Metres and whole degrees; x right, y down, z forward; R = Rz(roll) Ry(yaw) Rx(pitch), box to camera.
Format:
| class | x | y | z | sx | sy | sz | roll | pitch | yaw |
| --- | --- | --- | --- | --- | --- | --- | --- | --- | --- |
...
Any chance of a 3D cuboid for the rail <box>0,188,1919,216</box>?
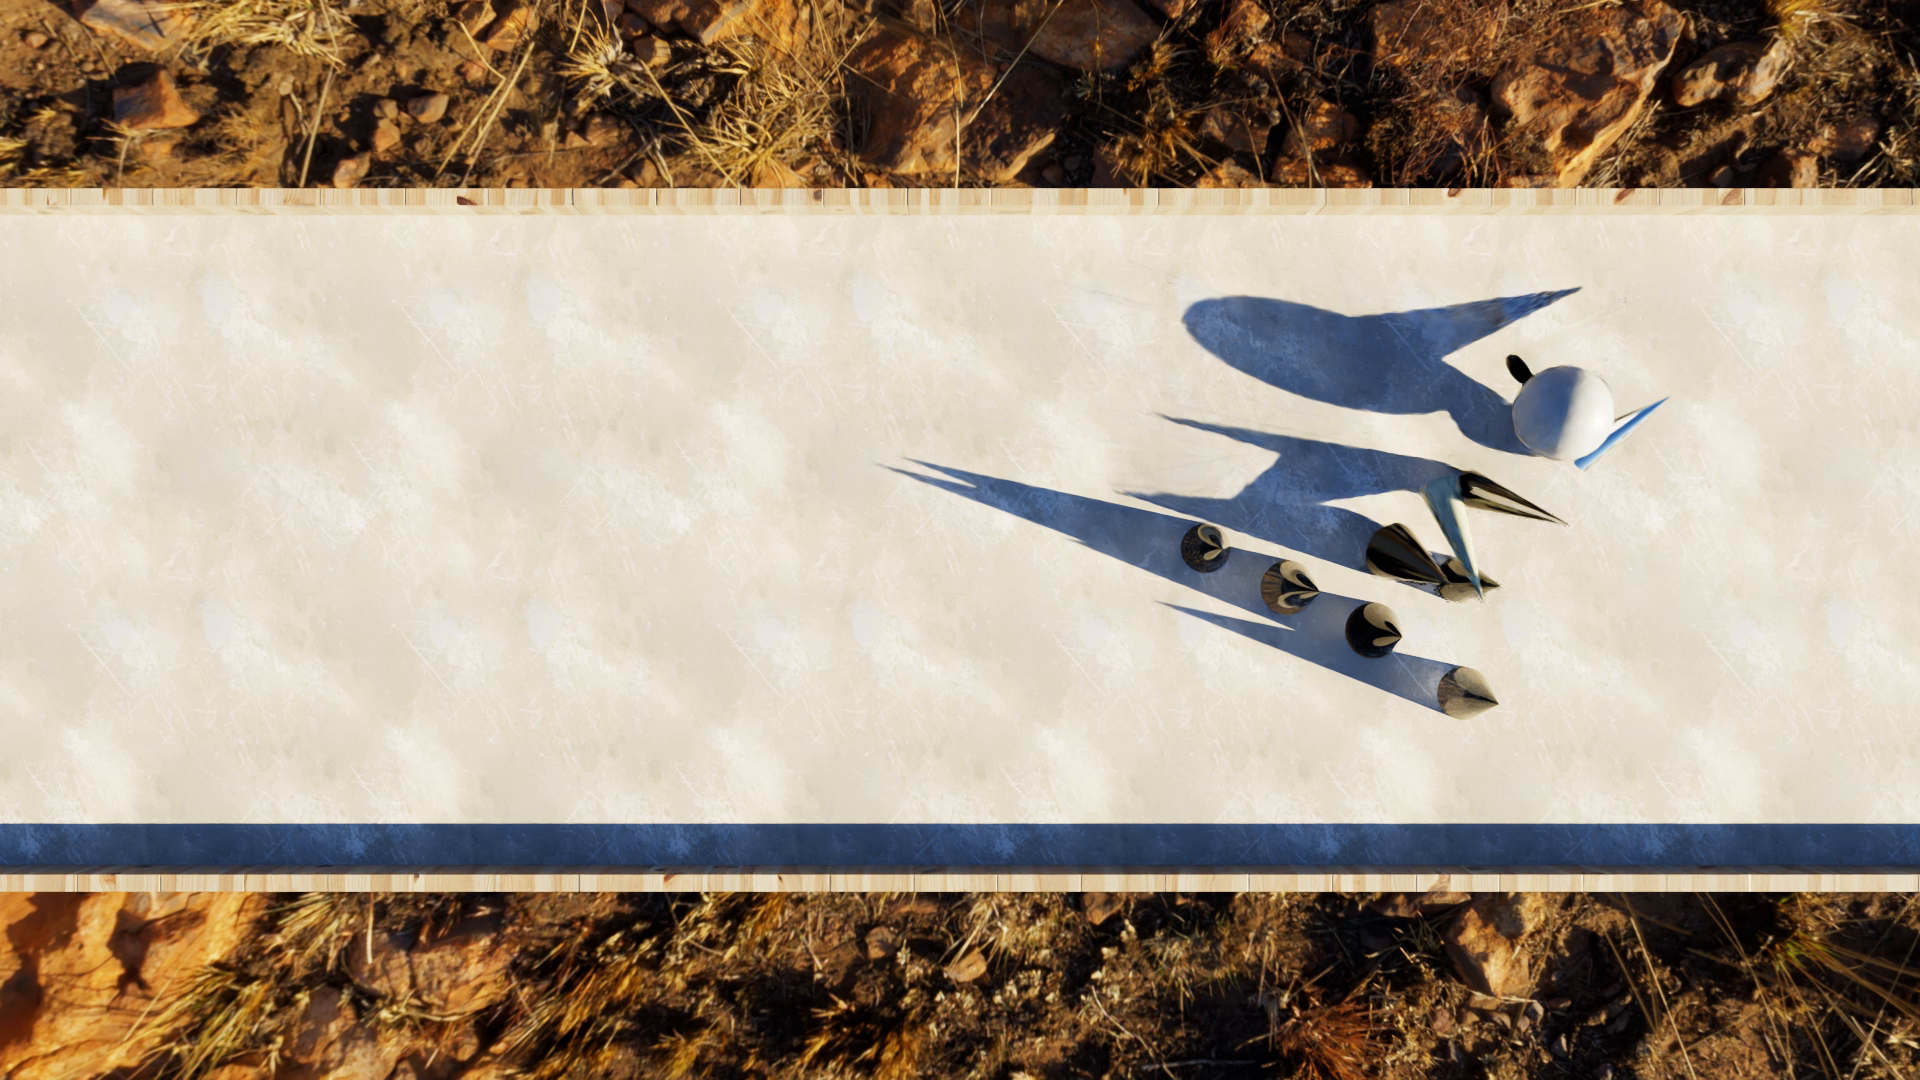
| class | x | y | z | sx | sy | sz | roll | pitch | yaw |
| --- | --- | --- | --- | --- | --- | --- | --- | --- | --- |
| rail | -2.247 | -1.025 | 5.002 | 12.000 | 0.150 | 0.050 | 0 | 90 | 0 |

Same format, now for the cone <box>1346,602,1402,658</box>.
| class | x | y | z | sx | sy | sz | roll | pitch | yaw |
| --- | --- | --- | --- | --- | --- | --- | --- | --- | --- |
| cone | 1.272 | 0.279 | 4.908 | 0.173 | 0.337 | 0.173 | 0 | 90 | 0 |

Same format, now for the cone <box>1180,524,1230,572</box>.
| class | x | y | z | sx | sy | sz | roll | pitch | yaw |
| --- | --- | --- | --- | --- | --- | --- | --- | --- | --- |
| cone | 0.756 | 0.025 | 4.910 | 0.152 | 0.334 | 0.152 | 0 | 90 | 0 |

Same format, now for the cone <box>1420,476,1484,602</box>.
| class | x | y | z | sx | sy | sz | roll | pitch | yaw |
| --- | --- | --- | --- | --- | --- | --- | --- | --- | --- |
| cone | 1.490 | 0.015 | 4.897 | 0.123 | 0.123 | 0.409 | -12 | 62 | 0 |

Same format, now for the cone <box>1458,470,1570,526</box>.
| class | x | y | z | sx | sy | sz | roll | pitch | yaw |
| --- | --- | --- | --- | --- | --- | --- | --- | --- | --- |
| cone | 1.642 | -0.099 | 4.853 | 0.117 | 0.443 | 0.117 | -7 | 108 | -21 |

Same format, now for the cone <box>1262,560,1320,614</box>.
| class | x | y | z | sx | sy | sz | roll | pitch | yaw |
| --- | --- | --- | --- | --- | --- | --- | --- | --- | --- |
| cone | 1.010 | 0.147 | 4.850 | 0.168 | 0.454 | 0.168 | 0 | 90 | 0 |

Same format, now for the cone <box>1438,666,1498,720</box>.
| class | x | y | z | sx | sy | sz | roll | pitch | yaw |
| --- | --- | --- | --- | --- | --- | --- | --- | --- | --- |
| cone | 1.550 | 0.472 | 4.908 | 0.164 | 0.337 | 0.164 | 0 | 90 | 0 |

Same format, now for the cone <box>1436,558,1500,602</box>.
| class | x | y | z | sx | sy | sz | roll | pitch | yaw |
| --- | --- | --- | --- | --- | --- | --- | --- | --- | --- |
| cone | 1.542 | 0.128 | 4.902 | 0.138 | 0.339 | 0.138 | 0 | 92 | -4 |

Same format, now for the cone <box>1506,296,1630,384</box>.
| class | x | y | z | sx | sy | sz | roll | pitch | yaw |
| --- | --- | --- | --- | --- | --- | --- | --- | --- | --- |
| cone | 1.865 | -0.629 | 4.994 | 0.447 | 0.108 | 0.108 | -32 | 90 | -10 |

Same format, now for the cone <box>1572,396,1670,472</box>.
| class | x | y | z | sx | sy | sz | roll | pitch | yaw |
| --- | --- | --- | --- | --- | --- | --- | --- | --- | --- |
| cone | 1.981 | -0.343 | 4.919 | 0.134 | 0.134 | 0.332 | 51 | 129 | 0 |

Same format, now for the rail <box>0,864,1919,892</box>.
| class | x | y | z | sx | sy | sz | roll | pitch | yaw |
| --- | --- | --- | --- | --- | --- | --- | --- | --- | --- |
| rail | -2.247 | 1.025 | 5.001 | 12.000 | 0.150 | 0.050 | 0 | 90 | 0 |

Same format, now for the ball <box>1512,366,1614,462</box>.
| class | x | y | z | sx | sy | sz | roll | pitch | yaw |
| --- | --- | --- | --- | --- | --- | --- | --- | --- | --- |
| ball | 1.772 | -0.372 | 4.846 | 0.282 | 0.282 | 0.282 | 0 | 90 | 0 |

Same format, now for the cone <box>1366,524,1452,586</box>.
| class | x | y | z | sx | sy | sz | roll | pitch | yaw |
| --- | --- | --- | --- | --- | --- | --- | --- | --- | --- |
| cone | 1.368 | 0.083 | 4.892 | 0.177 | 0.323 | 0.177 | -6 | 110 | -17 |
